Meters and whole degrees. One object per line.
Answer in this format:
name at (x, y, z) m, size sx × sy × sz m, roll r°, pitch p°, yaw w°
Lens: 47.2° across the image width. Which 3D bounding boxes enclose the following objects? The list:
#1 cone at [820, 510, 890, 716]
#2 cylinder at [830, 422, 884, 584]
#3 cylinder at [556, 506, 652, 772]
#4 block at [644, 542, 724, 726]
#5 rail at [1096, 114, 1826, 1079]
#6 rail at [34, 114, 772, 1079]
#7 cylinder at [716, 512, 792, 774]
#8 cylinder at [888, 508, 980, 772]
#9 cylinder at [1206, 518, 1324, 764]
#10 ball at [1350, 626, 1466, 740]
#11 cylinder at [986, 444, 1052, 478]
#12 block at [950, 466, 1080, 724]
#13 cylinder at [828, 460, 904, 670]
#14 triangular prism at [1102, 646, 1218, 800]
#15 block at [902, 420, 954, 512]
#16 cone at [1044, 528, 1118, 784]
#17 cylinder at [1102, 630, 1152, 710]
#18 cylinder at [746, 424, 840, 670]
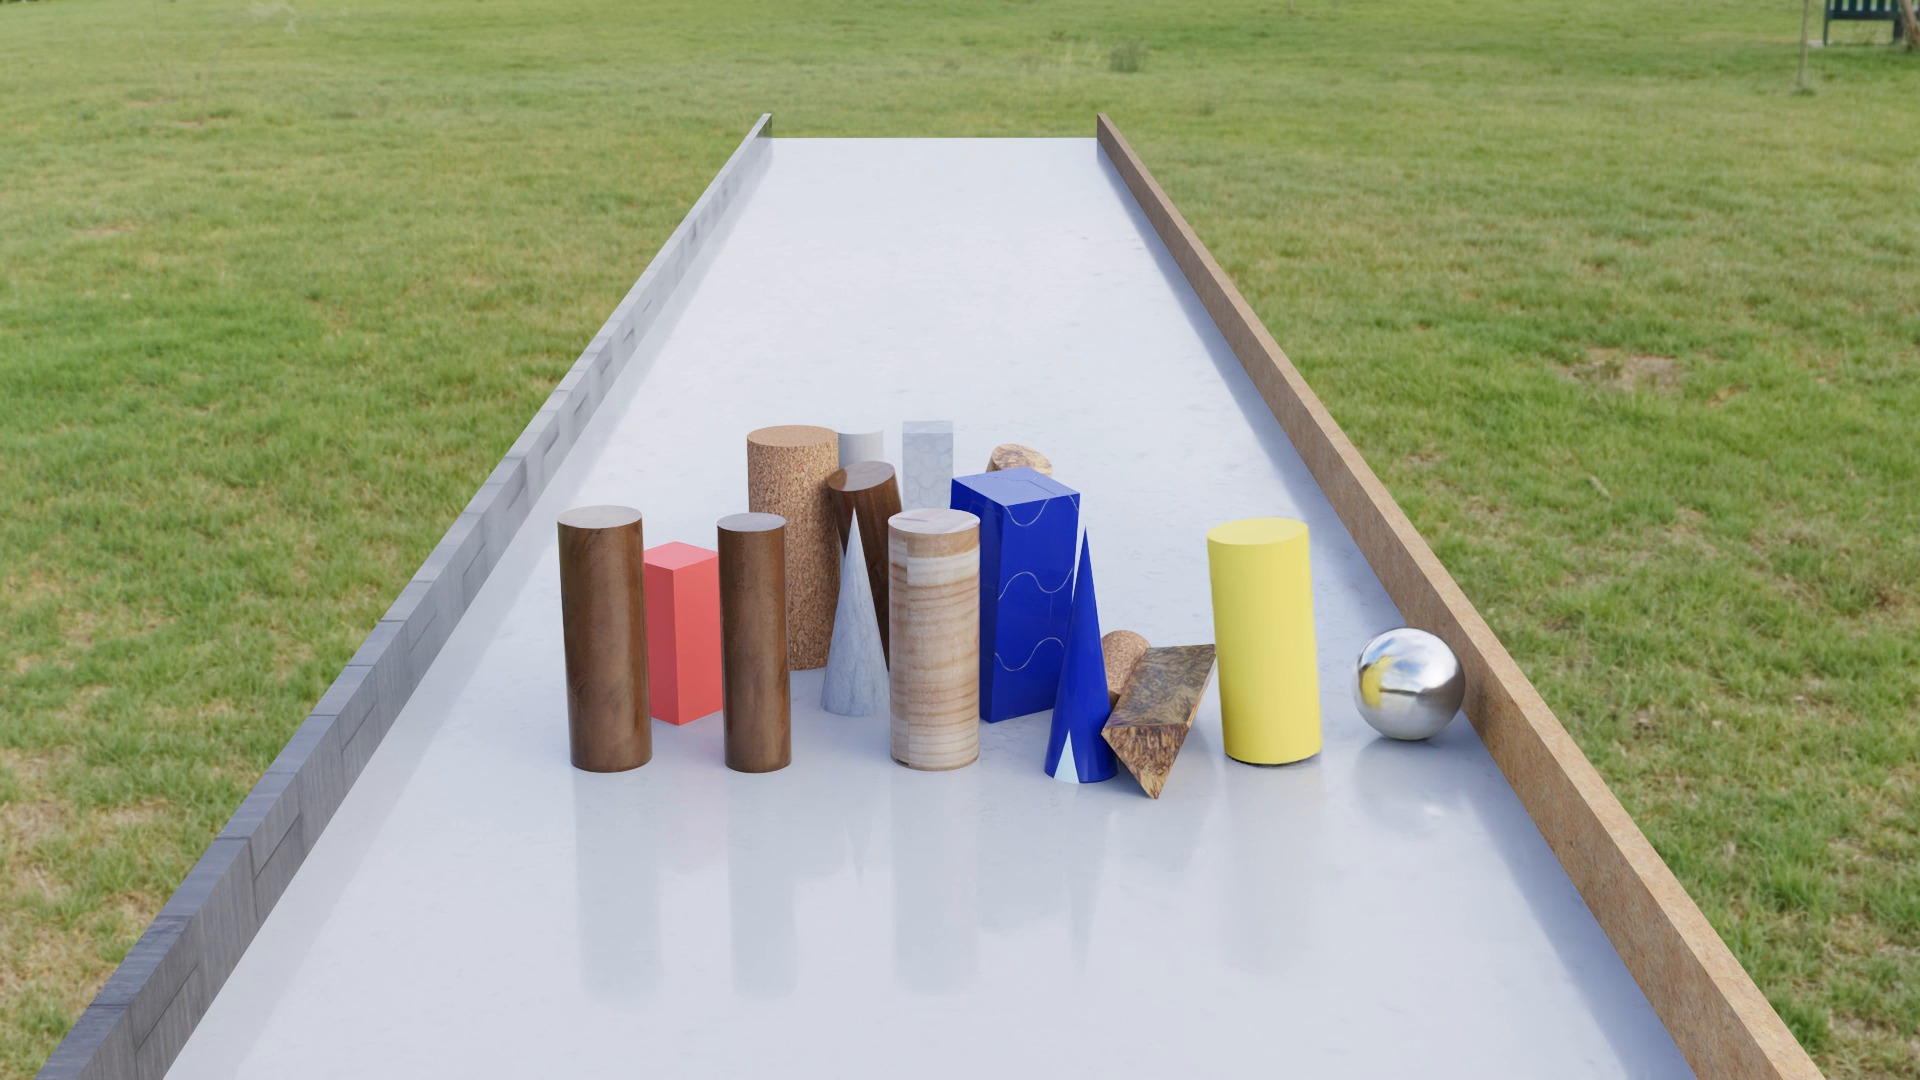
cone at (-0.196, 0.124, 4.126) m, size 0.140 × 0.391 × 0.140 m, roll 0°, pitch 17°, yaw 0°
cylinder at (-0.214, -0.032, 4.602) m, size 0.111 × 0.418 × 0.111 m, roll 0°, pitch 17°, yaw 0°
cylinder at (-0.622, 0.174, 3.860) m, size 0.146 × 0.447 × 0.146 m, roll 0°, pitch 17°, yaw 0°
block at (-0.529, 0.173, 4.115) m, size 0.132 × 0.302 × 0.132 m, roll 13°, pitch 21°, yaw 37°
rail at (0.932, -0.844, 7.801) m, size 0.050 × 0.150 × 12.000 m, roll 0°, pitch 17°, yaw -1°
rail at (-1.118, -0.838, 7.780) m, size 0.050 × 0.150 × 12.000 m, roll 0°, pitch 17°, yaw -1°
cylinder at (-0.359, 0.180, 3.846) m, size 0.120 × 0.441 × 0.120 m, roll 0°, pitch 17°, yaw 0°
cylinder at (-0.045, 0.175, 3.874) m, size 0.160 × 0.435 × 0.160 m, roll 0°, pitch 17°, yaw 0°
cylinder at (0.542, 0.177, 3.898) m, size 0.176 × 0.401 × 0.176 m, roll -6°, pitch 15°, yaw 2°
ball at (0.813, 0.260, 3.992) m, size 0.205 × 0.205 × 0.205 m, roll 0°, pitch 17°, yaw 0°
cylinder at (0.058, 0.028, 4.331) m, size 0.122 × 0.445 × 0.122 m, roll 13°, pitch 33°, yaw -9°
block at (0.091, 0.100, 4.114) m, size 0.170 × 0.428 × 0.170 m, roll -10°, pitch 24°, yaw -32°
cylinder at (-0.155, 0.052, 4.318) m, size 0.132 × 0.398 × 0.132 m, roll -9°, pitch 26°, yaw 4°
triangular prism at (0.388, 0.289, 3.911) m, size 0.129 × 0.149 × 0.426 m, roll -36°, pitch 4°, yaw 22°
block at (-0.071, -0.081, 4.887) m, size 0.111 × 0.349 × 0.111 m, roll 0°, pitch 17°, yaw -1°
cone at (0.214, 0.188, 3.807) m, size 0.133 × 0.449 × 0.133 m, roll 0°, pitch 17°, yaw 0°
cylinder at (0.283, 0.276, 4.084) m, size 0.122 × 0.122 × 0.325 m, roll 3°, pitch 17°, yaw 11°
cylinder at (-0.329, 0.014, 4.377) m, size 0.179 × 0.457 × 0.179 m, roll 0°, pitch 17°, yaw 0°
